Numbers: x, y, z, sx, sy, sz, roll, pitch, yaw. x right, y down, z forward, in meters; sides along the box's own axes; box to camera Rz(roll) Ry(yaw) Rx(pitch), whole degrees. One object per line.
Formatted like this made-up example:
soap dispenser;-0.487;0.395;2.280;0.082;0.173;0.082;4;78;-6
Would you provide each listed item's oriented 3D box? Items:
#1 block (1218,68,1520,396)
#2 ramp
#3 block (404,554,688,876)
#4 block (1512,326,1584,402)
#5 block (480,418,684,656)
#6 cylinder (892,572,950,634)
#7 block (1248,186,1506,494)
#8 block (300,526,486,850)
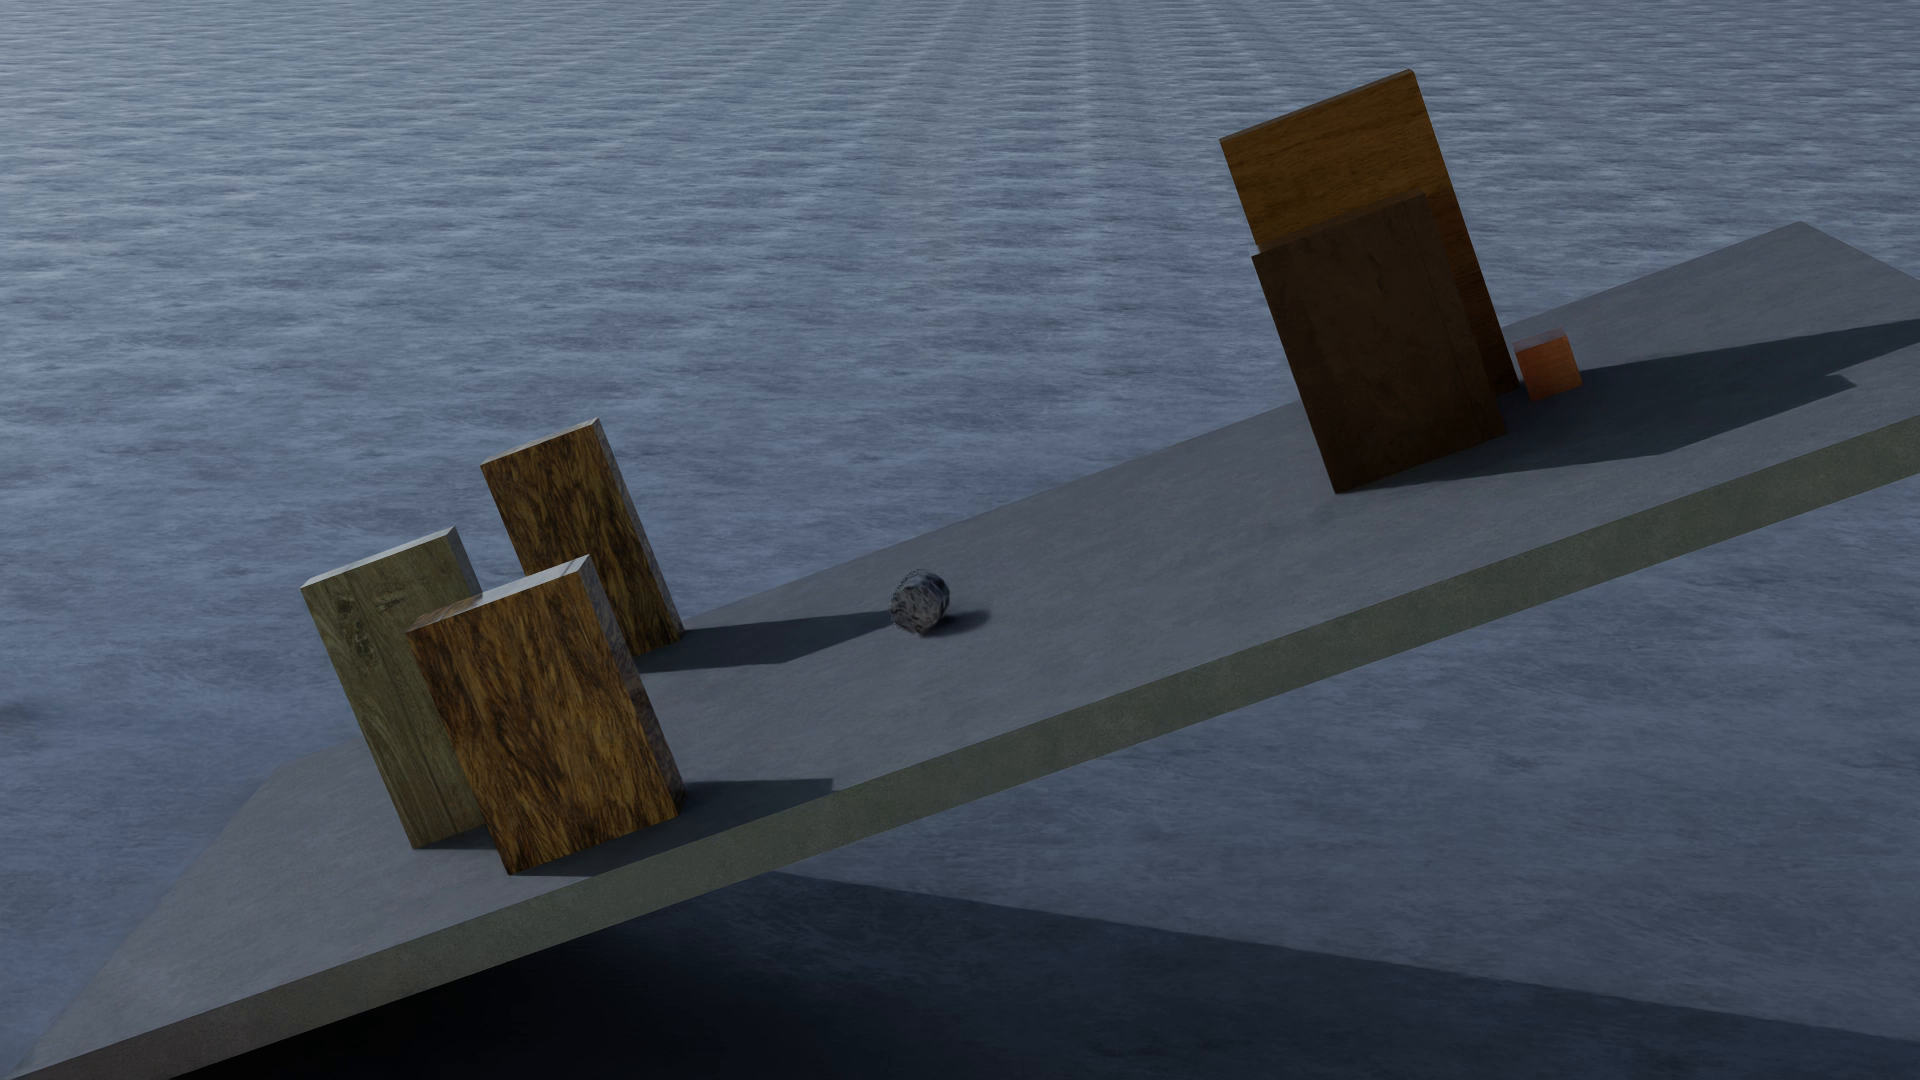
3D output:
block;0.895;-0.604;6.427;0.436;0.730;0.088;-20;12;7
ramp;0.117;0.176;6.296;4.000;0.100;2.000;-20;12;7
block;-0.786;0.335;5.625;0.353;0.510;0.136;-20;12;7
block;1.256;-0.377;6.294;0.113;0.113;0.113;-19;12;11
block;-0.915;0.021;7.151;0.292;0.569;0.096;-20;12;7
cylinder;-0.083;0.134;6.313;0.106;0.106;0.106;3;17;12
block;0.865;-0.413;6.104;0.373;0.530;0.127;-20;12;7
block;-1.086;0.306;6.072;0.325;0.595;0.086;-20;12;7
